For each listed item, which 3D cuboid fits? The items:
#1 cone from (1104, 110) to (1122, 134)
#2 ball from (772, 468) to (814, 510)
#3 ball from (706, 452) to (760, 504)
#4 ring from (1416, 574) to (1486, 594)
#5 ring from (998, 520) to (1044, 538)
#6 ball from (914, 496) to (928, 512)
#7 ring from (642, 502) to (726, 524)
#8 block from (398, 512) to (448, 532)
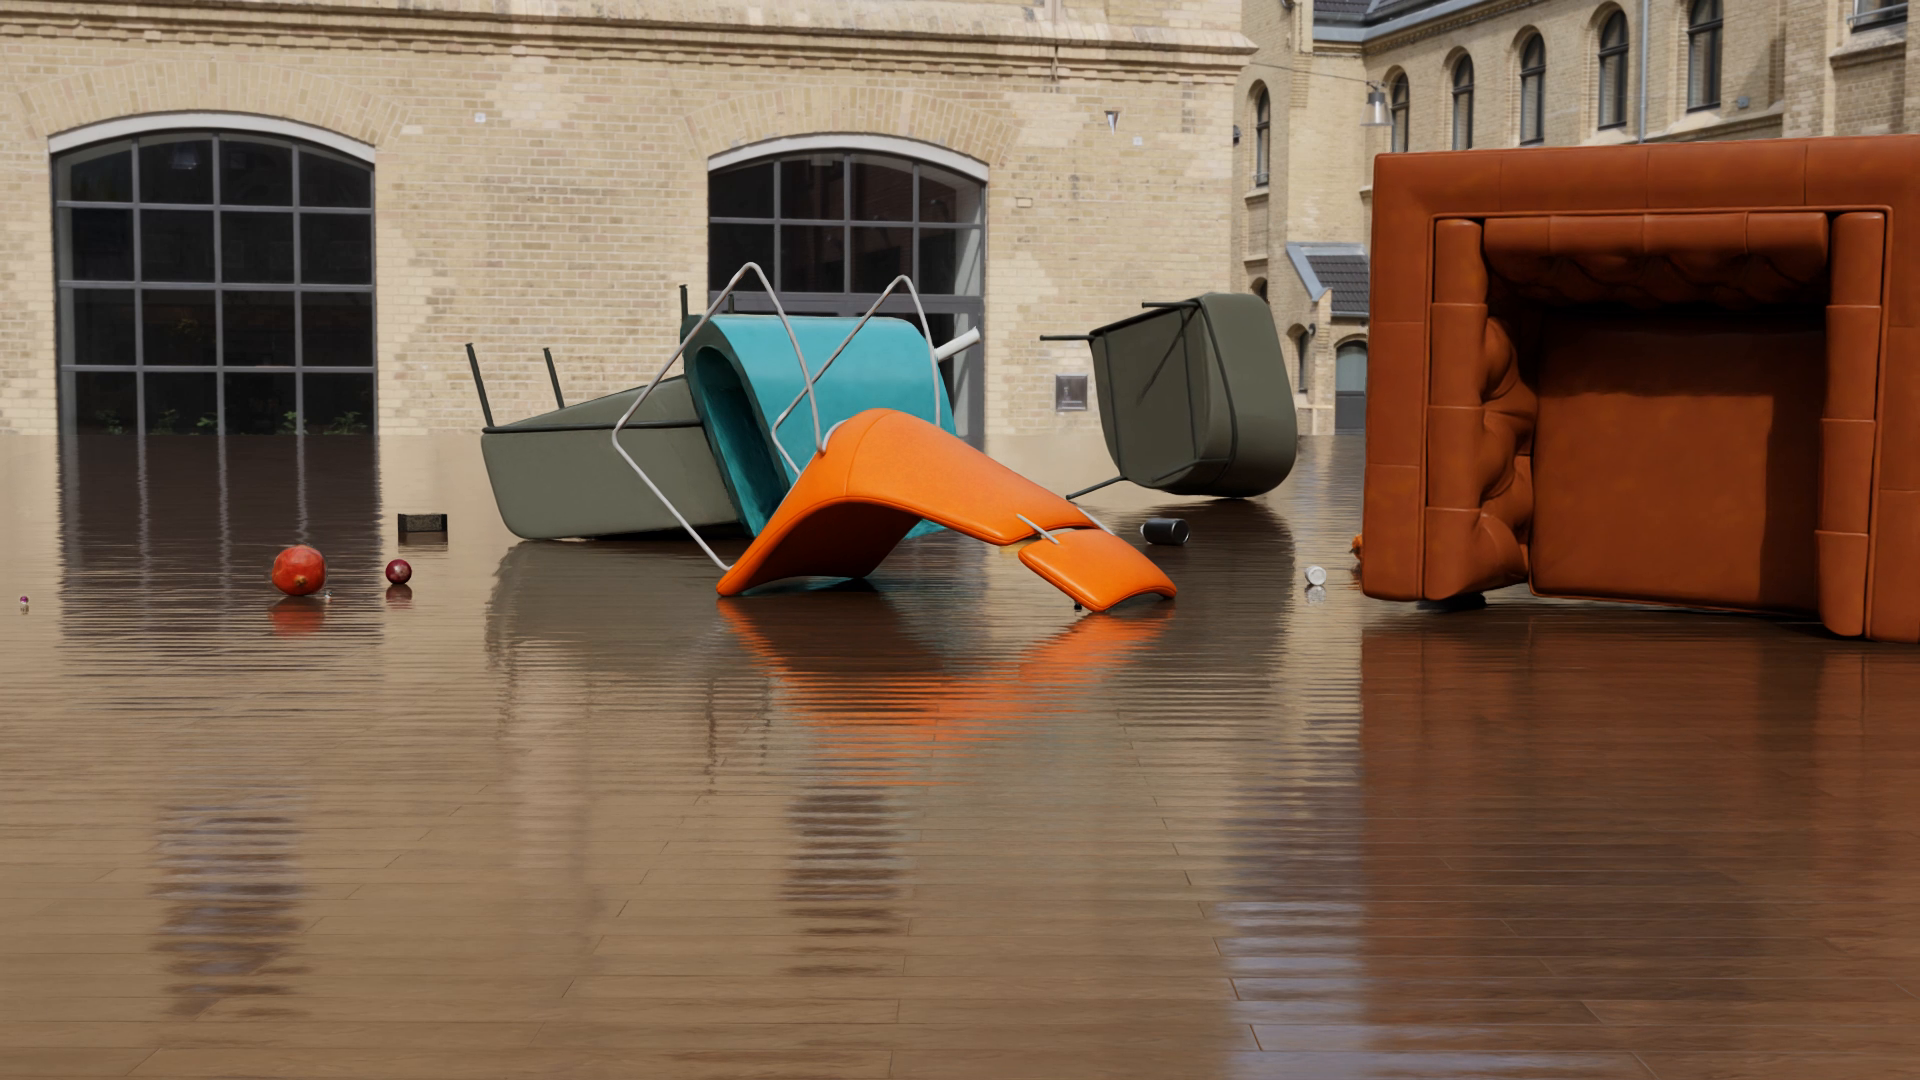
[{"bbox_3d":[0.612,-1.666,8.792,0.065,0.098,0.098,-6,13,-18],"label":"cone"},{"bbox_3d":[-0.618,-0.191,8.161,0.160,0.160,0.160,0,4,0],"label":"ball"},{"bbox_3d":[-0.880,-0.241,8.531,0.209,0.209,0.209,0,4,0],"label":"ball"},{"bbox_3d":[1.082,0.099,4.843,0.150,0.036,0.116,3,7,12],"label":"ring"},{"bbox_3d":[0.188,-0.034,6.683,0.112,0.049,0.196,4,5,33],"label":"ring"},{"bbox_3d":[-0.143,-0.133,8.082,0.054,0.054,0.054,0,4,0],"label":"ball"},{"bbox_3d":[-0.930,-0.091,7.418,0.275,0.062,0.295,3,4,26],"label":"ring"},{"bbox_3d":[-1.701,-0.056,6.961,0.128,0.055,0.112,-2,4,-29],"label":"block"}]
